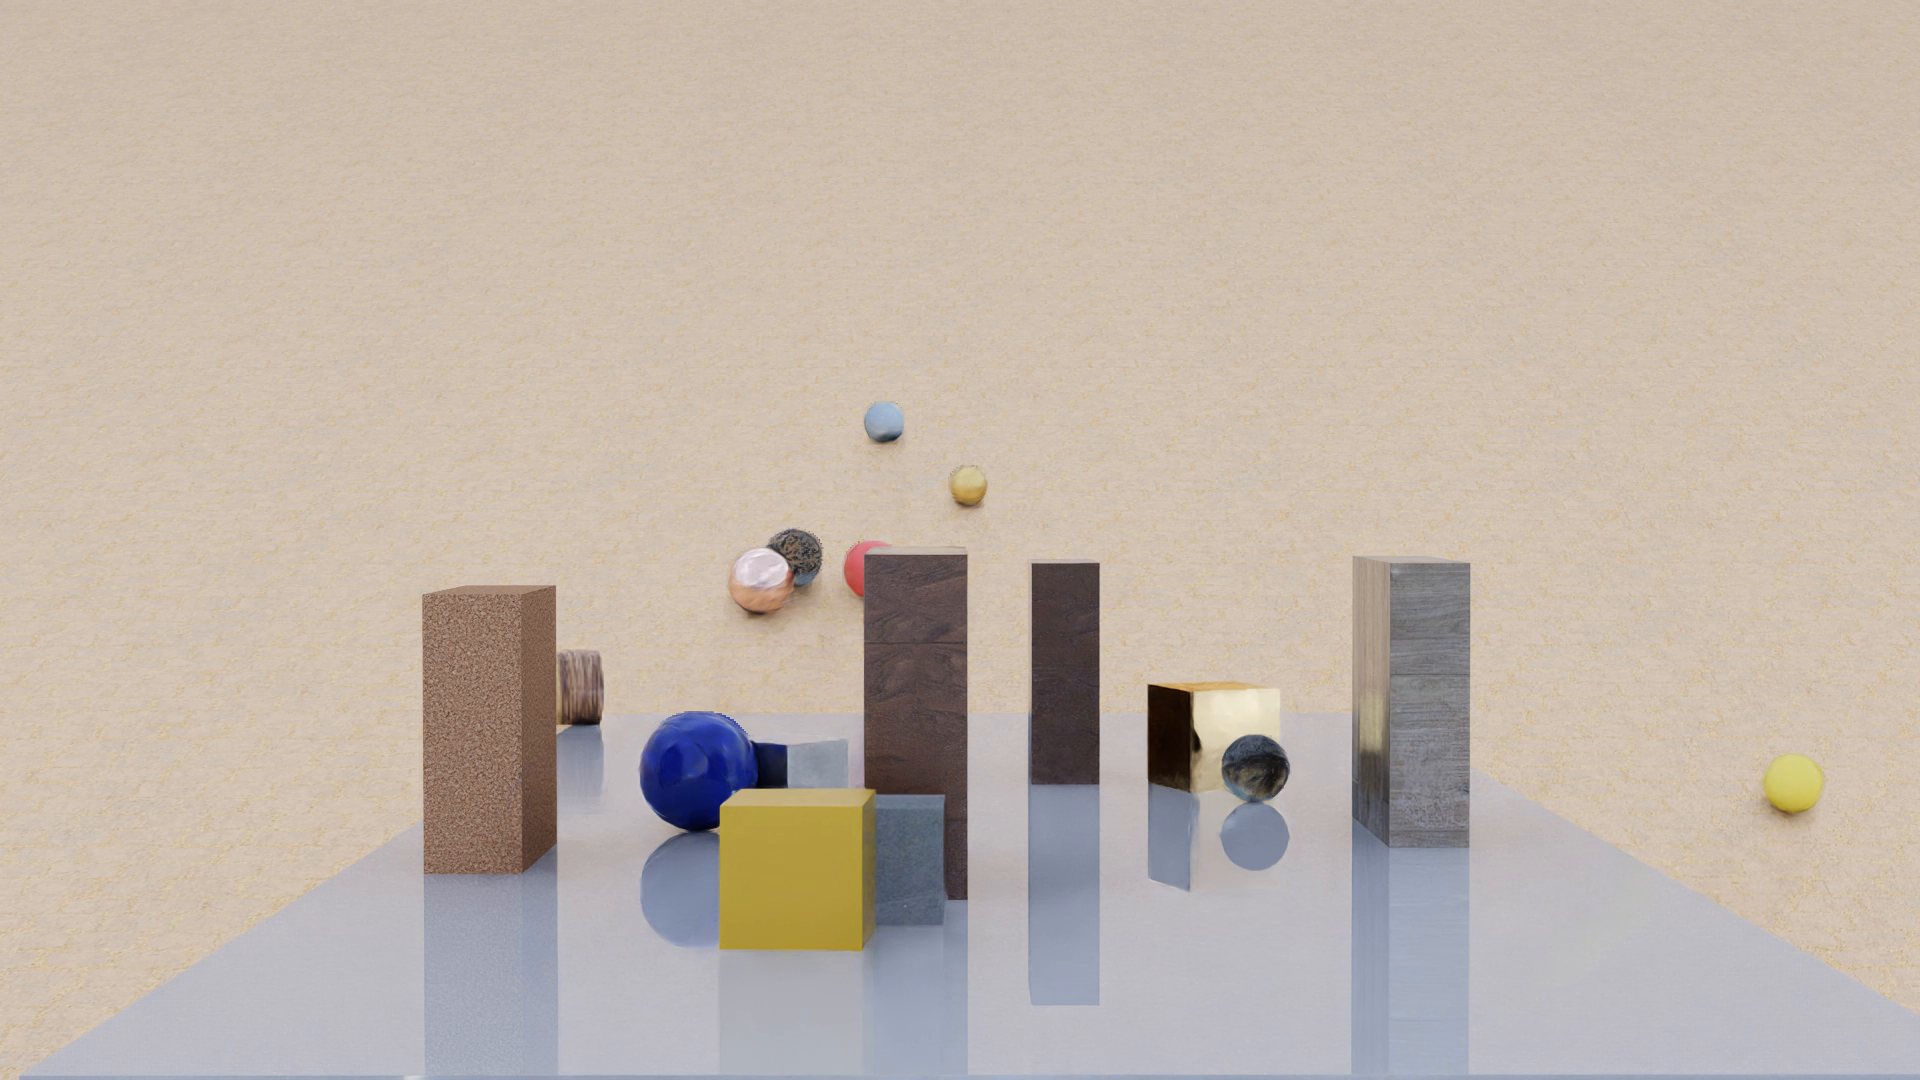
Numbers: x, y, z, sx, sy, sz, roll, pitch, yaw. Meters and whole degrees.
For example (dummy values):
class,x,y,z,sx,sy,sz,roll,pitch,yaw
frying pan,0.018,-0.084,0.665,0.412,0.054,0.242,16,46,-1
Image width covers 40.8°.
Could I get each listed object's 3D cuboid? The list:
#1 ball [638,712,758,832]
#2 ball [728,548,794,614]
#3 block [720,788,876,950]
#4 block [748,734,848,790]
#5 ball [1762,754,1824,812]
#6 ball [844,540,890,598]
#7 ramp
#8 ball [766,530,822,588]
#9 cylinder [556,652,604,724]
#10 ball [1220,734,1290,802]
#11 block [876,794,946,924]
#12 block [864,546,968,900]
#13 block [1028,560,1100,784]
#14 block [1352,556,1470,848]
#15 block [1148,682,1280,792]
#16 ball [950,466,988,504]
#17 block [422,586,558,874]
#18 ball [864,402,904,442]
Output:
class,x,y,z,sx,sy,sz,roll,pitch,yaw
ball,-0.443,0.392,4.369,0.201,0.201,0.201,0,26,0
ball,-0.557,0.114,7.231,0.187,0.187,0.187,0,26,0
block,-0.208,0.425,3.354,0.181,0.181,0.181,0,1,4
block,-0.296,0.417,4.469,0.146,0.146,0.146,1,2,43
ball,2.036,0.595,6.306,0.141,0.141,0.141,0,26,0
ball,-0.244,0.084,7.313,0.169,0.169,0.169,0,26,0
ramp,0.059,0.538,4.574,2.000,0.100,4.000,0,1,0
ball,-0.478,0.053,7.377,0.168,0.168,0.168,0,26,0
cylinder,-0.968,0.361,6.276,0.177,0.177,0.177,-1,25,-16
ball,0.543,0.420,4.751,0.126,0.126,0.126,0,26,0
block,-0.099,0.434,3.519,0.155,0.155,0.155,0,1,1
block,-0.063,0.259,3.865,0.146,0.489,0.444,0,1,0
block,0.206,0.258,5.148,0.133,0.432,0.244,0,1,0
block,0.757,0.262,4.354,0.129,0.460,0.394,0,1,0
block,0.494,0.381,5.029,0.192,0.192,0.192,-1,1,-21
ball,0.027,-0.168,7.883,0.117,0.117,0.117,0,26,0
block,-0.735,0.289,4.056,0.149,0.422,0.340,0,1,0
ball,-0.244,-0.378,8.292,0.133,0.133,0.133,0,26,0
